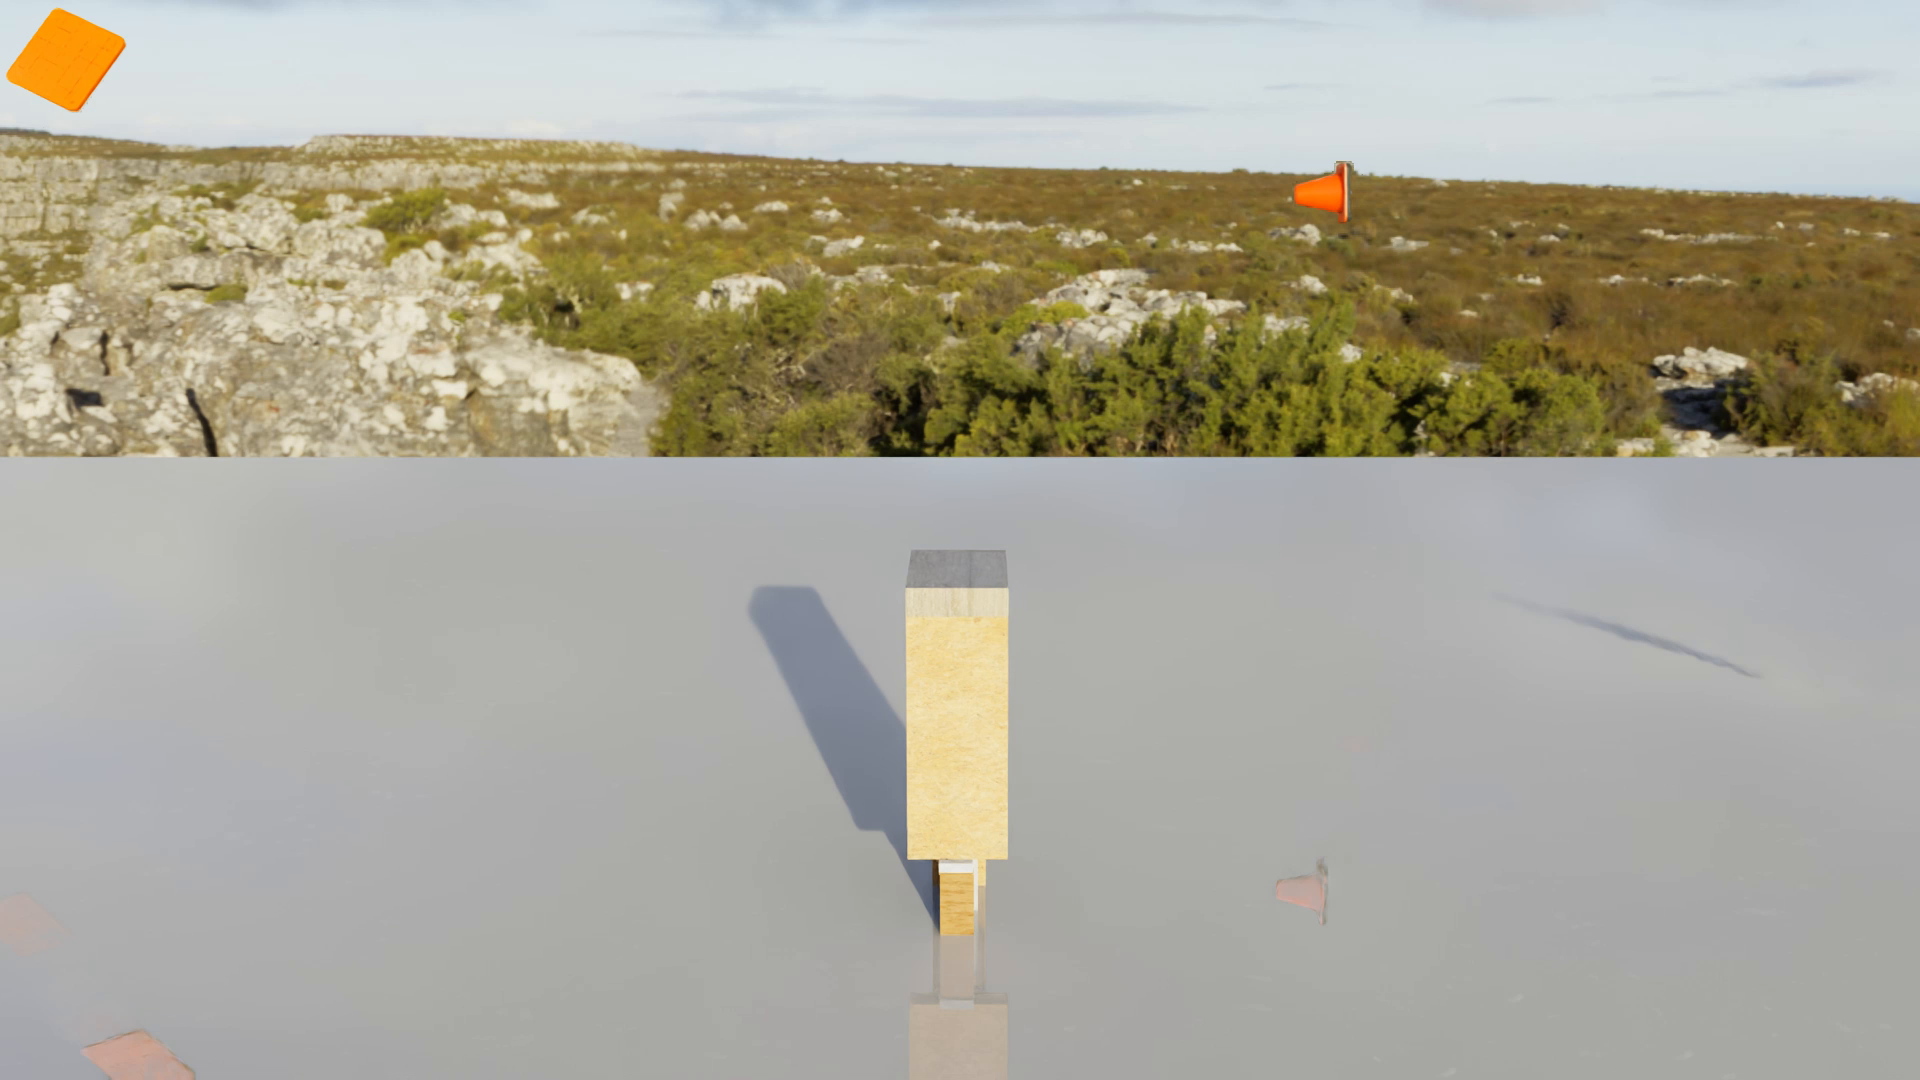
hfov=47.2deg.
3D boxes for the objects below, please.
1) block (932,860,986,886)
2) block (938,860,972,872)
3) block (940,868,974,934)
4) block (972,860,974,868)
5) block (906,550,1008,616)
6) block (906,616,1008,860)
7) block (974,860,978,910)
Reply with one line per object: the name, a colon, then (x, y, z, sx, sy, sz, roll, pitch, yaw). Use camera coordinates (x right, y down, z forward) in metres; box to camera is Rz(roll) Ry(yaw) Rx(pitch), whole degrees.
block: (-0.002, 0.492, 3.705, 0.090, 0.179, 0.025, 0, 11, 0)
block: (-0.006, 0.505, 3.502, 0.053, 0.015, 0.106, 0, 11, 0)
block: (-0.005, 0.571, 3.478, 0.053, 0.106, 0.015, 0, 11, 0)
block: (-0.005, 0.558, 3.548, 0.053, 0.106, 0.015, 0, 10, 0)
block: (-0.003, 0.067, 3.518, 0.158, 0.045, 0.315, 0, 10, 0)
block: (-0.004, 0.304, 3.455, 0.158, 0.398, 0.045, 0, 11, 0)
block: (0.002, 0.550, 3.588, 0.054, 0.109, 0.015, 0, 11, 0)
